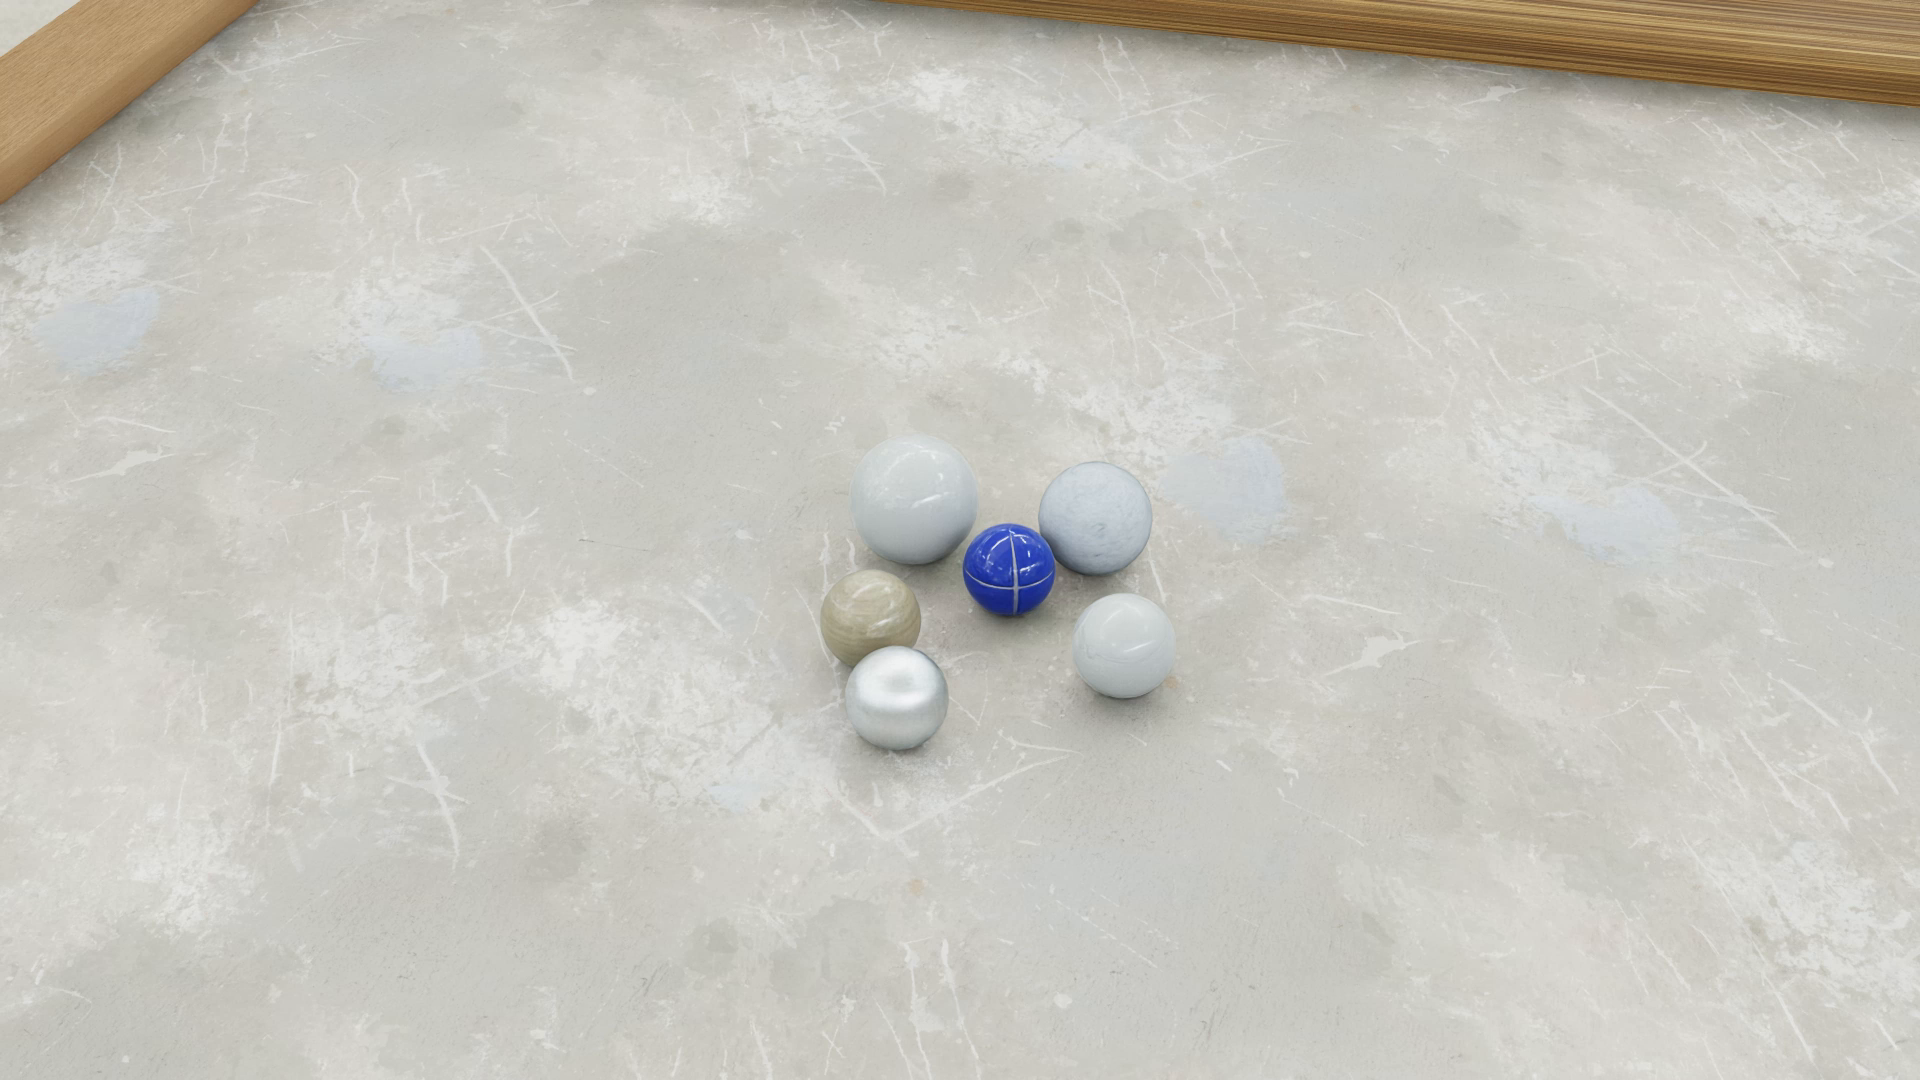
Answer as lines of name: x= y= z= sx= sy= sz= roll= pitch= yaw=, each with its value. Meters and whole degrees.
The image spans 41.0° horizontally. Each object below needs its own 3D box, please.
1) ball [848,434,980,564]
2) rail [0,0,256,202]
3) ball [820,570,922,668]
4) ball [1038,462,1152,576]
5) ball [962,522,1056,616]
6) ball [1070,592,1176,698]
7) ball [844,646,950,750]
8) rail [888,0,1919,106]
ball: x=-0.035 y=-0.031 z=1.926 sx=0.099 sy=0.099 sz=0.099 roll=0 pitch=34 yaw=0
rail: x=-0.987 y=-0.167 z=2.099 sx=0.045 sy=0.128 sz=2.140 roll=8 pitch=35 yaw=12
ball: x=-0.063 y=0.057 z=1.821 sx=0.072 sy=0.072 sz=0.072 roll=0 pitch=34 yaw=0
ball: x=0.101 y=-0.016 z=1.916 sx=0.086 sy=0.086 sz=0.086 roll=0 pitch=34 yaw=0
ball: x=0.036 y=0.022 z=1.876 sx=0.068 sy=0.068 sz=0.068 roll=0 pitch=34 yaw=0
ball: x=0.114 y=0.074 z=1.794 sx=0.074 sy=0.074 sz=0.074 roll=0 pitch=34 yaw=0
ball: x=-0.043 y=0.107 z=1.747 sx=0.071 sy=0.071 sz=0.071 roll=0 pitch=34 yaw=0
rail: x=1.276 y=-0.440 z=2.503 sx=4.177 sy=0.128 sz=0.045 roll=8 pitch=35 yaw=12
